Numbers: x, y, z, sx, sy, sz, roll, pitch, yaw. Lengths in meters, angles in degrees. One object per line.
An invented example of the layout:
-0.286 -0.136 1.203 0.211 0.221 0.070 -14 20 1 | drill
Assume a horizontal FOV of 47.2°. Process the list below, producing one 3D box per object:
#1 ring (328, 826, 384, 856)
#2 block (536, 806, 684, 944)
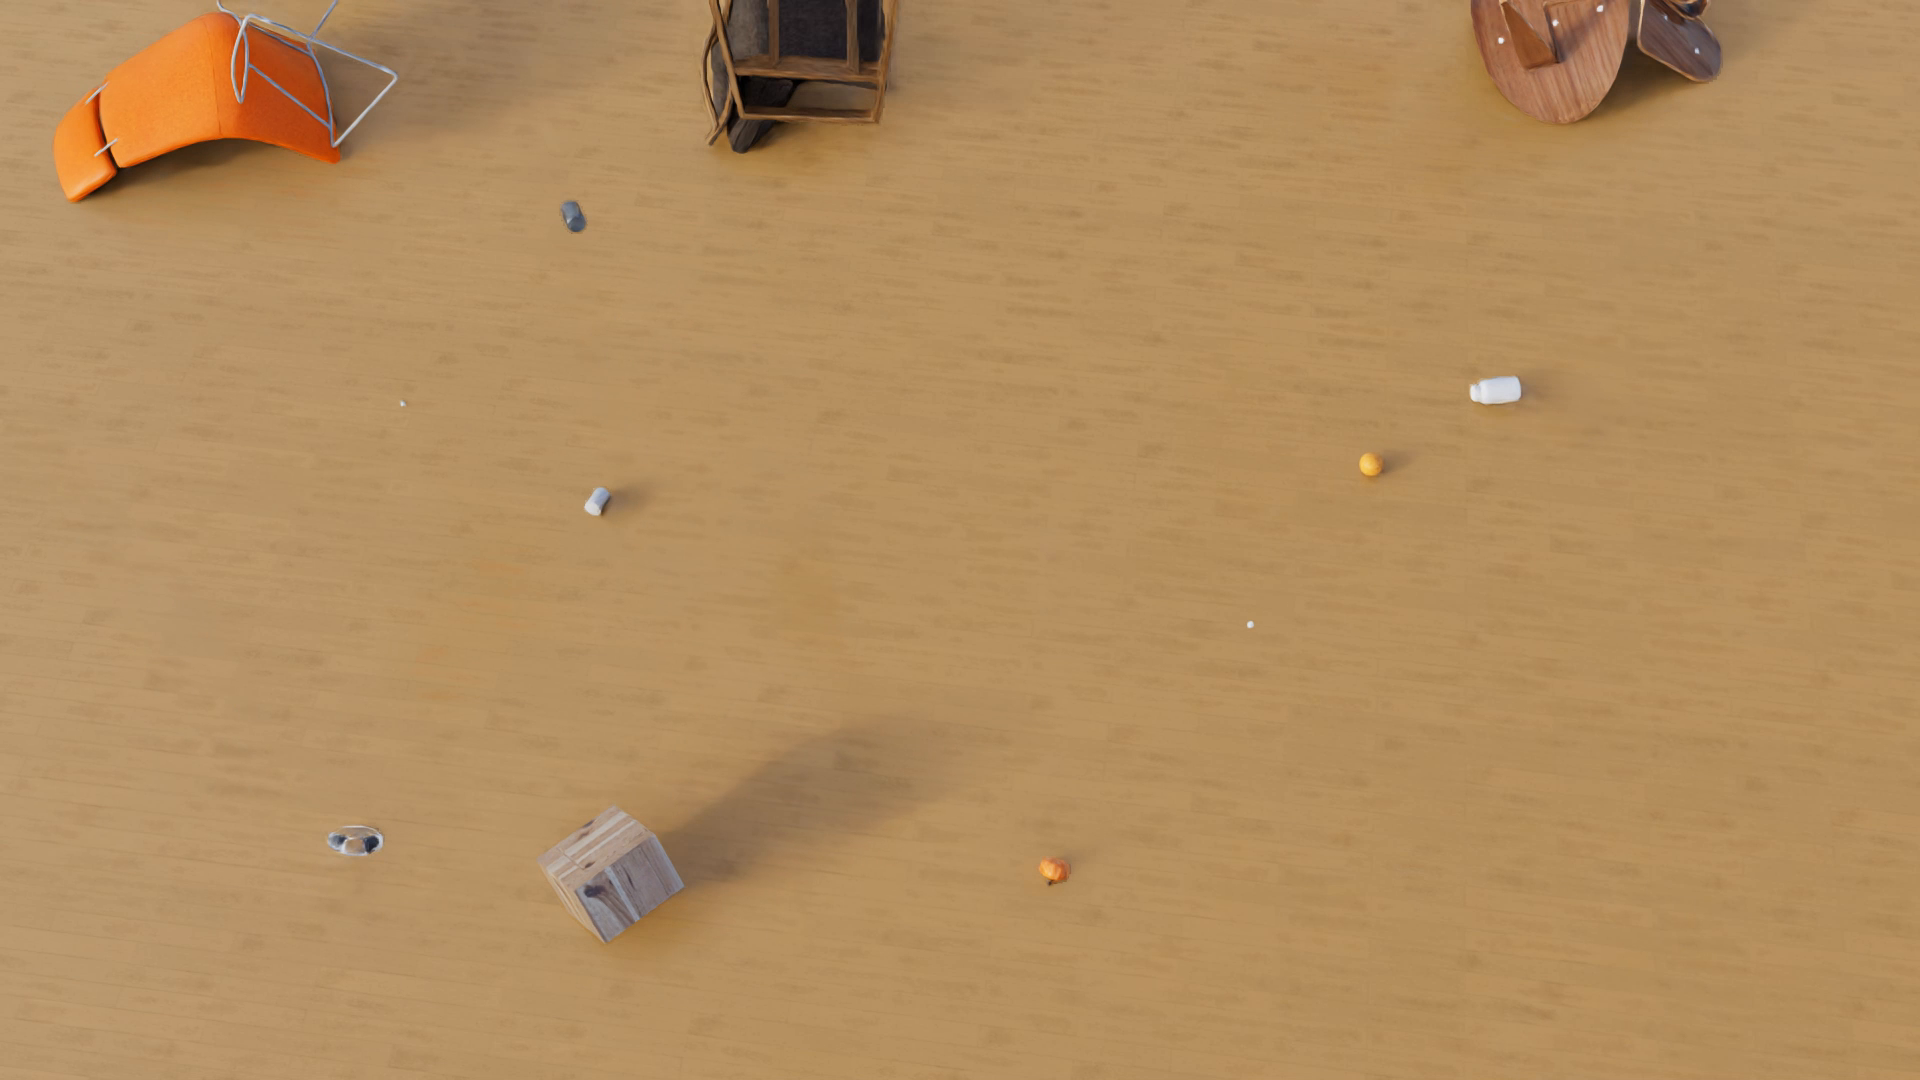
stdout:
-1.639 0.815 5.962 0.150 0.050 0.133 7 12 5 | ring
-0.923 0.877 5.799 0.252 0.179 0.277 -35 26 -21 | block
